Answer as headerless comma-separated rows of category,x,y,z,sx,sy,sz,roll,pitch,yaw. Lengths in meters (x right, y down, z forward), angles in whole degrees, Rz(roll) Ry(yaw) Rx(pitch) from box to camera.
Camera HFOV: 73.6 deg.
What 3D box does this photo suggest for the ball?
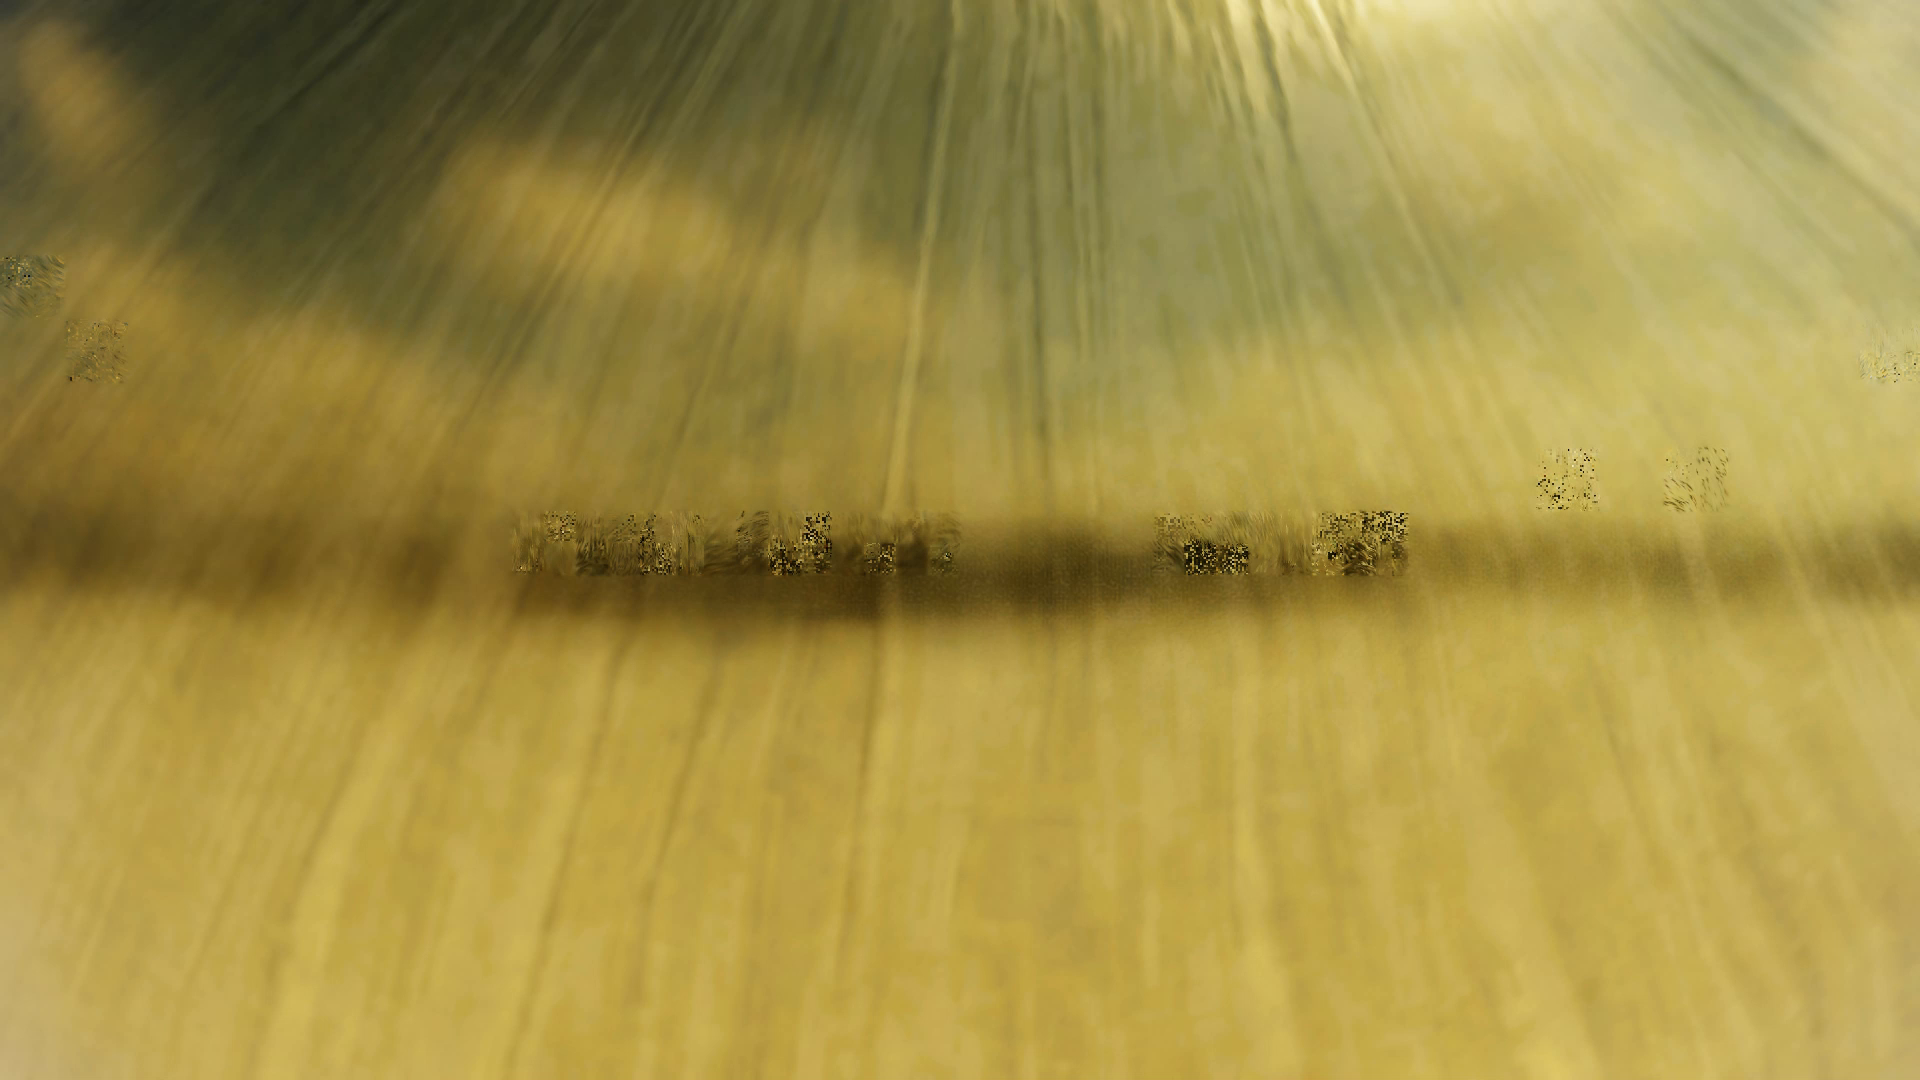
ball,0.000,-0.002,0.055,0.080,0.080,0.080,0,4,0
